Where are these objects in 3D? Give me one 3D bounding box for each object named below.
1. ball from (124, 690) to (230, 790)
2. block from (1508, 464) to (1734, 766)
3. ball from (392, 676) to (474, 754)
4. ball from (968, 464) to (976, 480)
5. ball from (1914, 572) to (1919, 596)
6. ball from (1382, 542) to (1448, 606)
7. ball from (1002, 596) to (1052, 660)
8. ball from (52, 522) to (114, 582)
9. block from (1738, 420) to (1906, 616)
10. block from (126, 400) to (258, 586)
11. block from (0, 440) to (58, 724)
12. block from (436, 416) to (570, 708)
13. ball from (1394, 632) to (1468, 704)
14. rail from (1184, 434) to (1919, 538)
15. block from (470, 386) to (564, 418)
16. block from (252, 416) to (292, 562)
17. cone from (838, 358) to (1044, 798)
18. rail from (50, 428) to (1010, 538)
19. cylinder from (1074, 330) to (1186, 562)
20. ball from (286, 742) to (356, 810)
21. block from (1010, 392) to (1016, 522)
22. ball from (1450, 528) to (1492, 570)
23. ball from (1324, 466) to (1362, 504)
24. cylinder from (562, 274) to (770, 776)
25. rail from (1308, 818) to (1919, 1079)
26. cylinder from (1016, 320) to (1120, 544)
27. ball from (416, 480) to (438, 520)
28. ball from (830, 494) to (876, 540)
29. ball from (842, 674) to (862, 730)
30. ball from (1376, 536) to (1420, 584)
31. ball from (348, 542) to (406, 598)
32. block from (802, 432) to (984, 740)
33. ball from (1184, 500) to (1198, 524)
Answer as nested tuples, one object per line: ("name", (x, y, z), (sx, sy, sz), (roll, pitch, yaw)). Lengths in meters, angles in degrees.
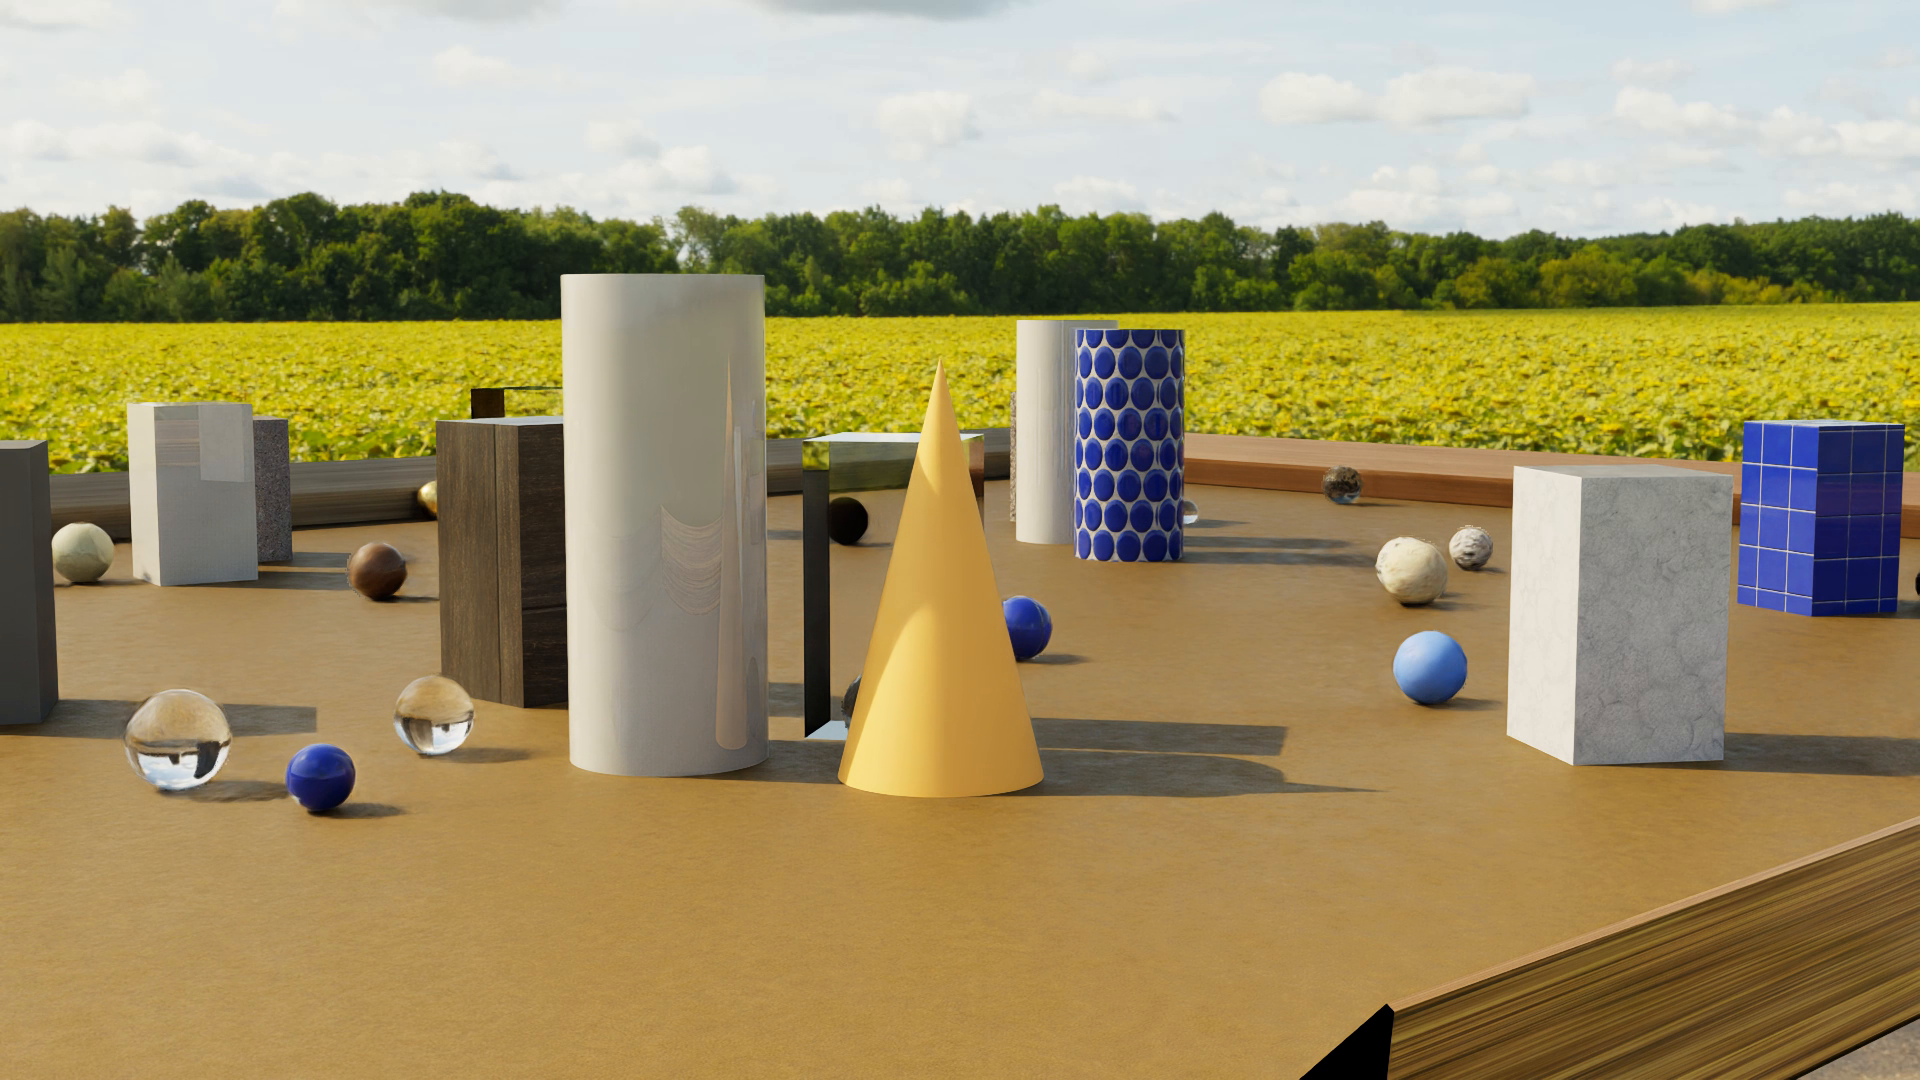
("ball", (-0.728, 0.186, 2.046), (0.094, 0.094, 0.094), (0, 6, 0))
("block", (0.668, 0.071, 2.238), (0.159, 0.284, 0.159), (-1, 6, -9))
("ball", (-0.529, 0.176, 2.212), (0.080, 0.080, 0.080), (0, 6, 0))
("ball", (0.023, -0.180, 5.803), (0.044, 0.044, 0.044), (0, 6, 0))
("ball", (1.488, 0.068, 3.354), (0.059, 0.059, 0.059), (0, 6, 0))
("ball", (0.689, 0.051, 3.329), (0.098, 0.098, 0.098), (0, 6, 0))
("ball", (0.078, 0.112, 2.820), (0.081, 0.081, 0.081), (0, 6, 0))
("ball", (-1.443, 0.020, 3.614), (0.099, 0.099, 0.099), (0, 6, 0))
("block", (1.290, -0.037, 3.300), (0.159, 0.278, 0.159), (-2, 6, -20))
("block", (-1.279, -0.082, 3.662), (0.159, 0.292, 0.159), (-4, 7, -35))
("block", (-1.094, 0.044, 2.423), (0.159, 0.298, 0.159), (-2, 6, -16))
("block", (-0.495, 0.019, 2.566), (0.159, 0.318, 0.159), (5, 8, 42))
("ball", (0.534, 0.145, 2.498), (0.083, 0.083, 0.083), (0, 6, 0))
("rail", (1.481, -0.108, 4.691), (0.045, 0.129, 3.704), (-5, 8, -42))
("block", (-0.773, -0.124, 4.007), (0.159, 0.305, 0.159), (4, 7, 31))
("block", (-1.306, -0.093, 3.962), (0.159, 0.252, 0.159), (-3, 7, -29))
("cone", (-0.018, 0.026, 2.097), (0.199, 0.403, 0.199), (0, 6, 0))
("rail", (-1.240, -0.106, 4.668), (4.076, 0.129, 0.045), (-5, 8, -42))
("cylinder", (0.307, -0.175, 3.988), (0.199, 0.411, 0.199), (0, 6, 0))
("ball", (-0.571, 0.212, 1.966), (0.060, 0.060, 0.060), (0, 6, 0))
("block", (0.219, -0.178, 4.665), (0.159, 0.275, 0.159), (5, 8, 41))
("ball", (0.880, 0.016, 3.790), (0.072, 0.072, 0.072), (0, 6, 0))
("ball", (0.885, -0.126, 5.074), (0.088, 0.088, 0.088), (0, 6, 0))
("cylinder", (-0.291, -0.021, 2.181), (0.199, 0.479, 0.199), (0, 6, 0))
("rail", (1.240, 0.173, 1.995), (4.076, 0.129, 0.045), (-5, 8, -42))
("cylinder", (0.209, -0.214, 4.279), (0.199, 0.426, 0.199), (0, 6, 0))
("ball", (-1.120, -0.085, 4.701), (0.083, 0.083, 0.083), (0, 6, 0))
("ball", (-0.209, -0.044, 4.274), (0.090, 0.090, 0.090), (0, 6, 0))
("ball", (-0.077, 0.171, 2.232), (0.085, 0.085, 0.085), (0, 6, 0))
("ball", (0.701, 0.040, 3.463), (0.090, 0.090, 0.090), (0, 6, 0))
("ball", (-0.902, 0.048, 3.407), (0.088, 0.088, 0.088), (0, 6, 0))
("block", (-0.068, 0.046, 2.342), (0.159, 0.311, 0.159), (1, 6, 12))
("ball", (0.473, -0.057, 4.593), (0.051, 0.051, 0.051), (0, 6, 0))
